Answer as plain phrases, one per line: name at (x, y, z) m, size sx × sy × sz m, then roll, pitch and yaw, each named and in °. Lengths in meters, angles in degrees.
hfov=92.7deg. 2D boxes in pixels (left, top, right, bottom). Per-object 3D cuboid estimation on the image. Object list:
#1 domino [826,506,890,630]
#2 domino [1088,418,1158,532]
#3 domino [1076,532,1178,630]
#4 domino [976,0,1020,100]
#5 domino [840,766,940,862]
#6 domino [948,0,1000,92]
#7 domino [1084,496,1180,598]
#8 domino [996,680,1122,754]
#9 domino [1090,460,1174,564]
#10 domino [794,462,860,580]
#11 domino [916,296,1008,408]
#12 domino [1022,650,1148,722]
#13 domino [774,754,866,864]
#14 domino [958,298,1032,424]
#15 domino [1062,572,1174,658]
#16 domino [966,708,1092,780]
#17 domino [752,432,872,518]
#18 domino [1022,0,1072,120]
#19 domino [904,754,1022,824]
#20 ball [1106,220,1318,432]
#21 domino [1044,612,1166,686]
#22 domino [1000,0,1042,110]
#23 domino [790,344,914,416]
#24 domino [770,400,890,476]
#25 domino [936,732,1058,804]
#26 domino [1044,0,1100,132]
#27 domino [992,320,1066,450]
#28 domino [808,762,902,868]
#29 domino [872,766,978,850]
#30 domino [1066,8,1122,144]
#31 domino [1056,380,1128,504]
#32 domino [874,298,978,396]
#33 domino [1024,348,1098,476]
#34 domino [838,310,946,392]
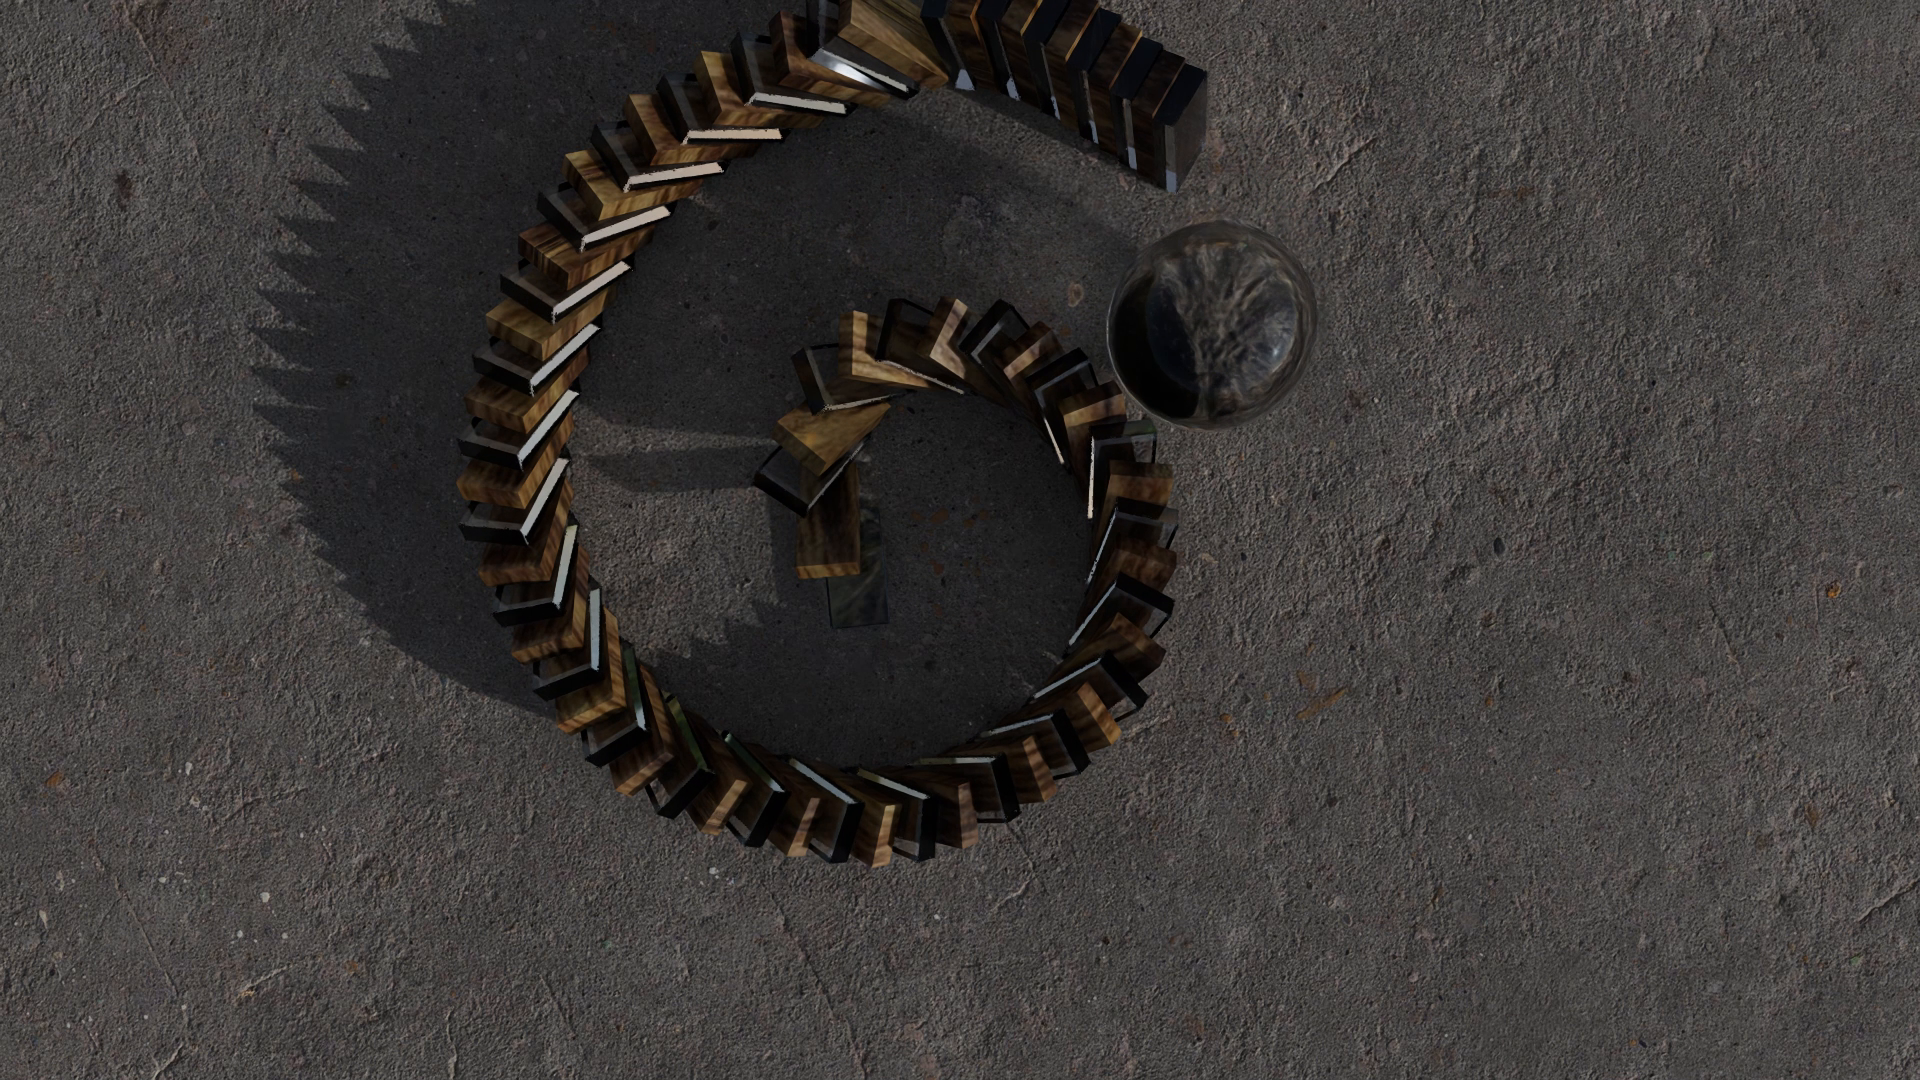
domino at (-0.045, 0.012, 0.395) m, size 0.025 × 0.010 × 0.050 m, roll -6°, pitch 90°, yaw 0°
domino at (0.066, -0.026, 0.379) m, size 0.025 × 0.009 × 0.050 m, roll -7°, pitch 134°, yaw -1°
domino at (0.068, 0.021, 0.380) m, size 0.025 × 0.009 × 0.050 m, roll 19°, pitch 133°, yaw 0°
domino at (0.022, -0.207, 0.375) m, size 0.009 × 0.050 × 0.025 m, roll 31°, pitch 90°, yaw 16°
domino at (-0.031, 0.113, 0.380) m, size 0.050 × 0.010 × 0.025 m, roll 6°, pitch 91°, yaw 42°
domino at (0.011, -0.210, 0.375) m, size 0.009 × 0.050 × 0.025 m, roll 23°, pitch 90°, yaw 16°
domino at (0.070, 0.006, 0.379) m, size 0.025 × 0.010 × 0.050 m, roll 13°, pitch 133°, yaw 0°
domino at (0.040, 0.078, 0.380) m, size 0.050 × 0.009 × 0.025 m, roll -33°, pitch 90°, yaw 42°
domino at (0.070, -0.010, 0.379) m, size 0.025 × 0.009 × 0.050 m, roll 4°, pitch 133°, yaw -1°
domino at (-0.055, -0.009, 0.382) m, size 0.025 × 0.010 × 0.050 m, roll -5°, pitch 57°, yaw 0°
domino at (0.006, -0.077, 0.379) m, size 0.050 × 0.010 × 0.025 m, roll 25°, pitch 90°, yaw -45°
domino at (0.051, 0.067, 0.380) m, size 0.025 × 0.009 × 0.050 m, roll 49°, pitch 133°, yaw 0°
domino at (-0.062, 0.110, 0.380) m, size 0.050 × 0.010 × 0.025 m, roll 18°, pitch 91°, yaw 41°
domino at (0.023, -0.073, 0.379) m, size 0.025 × 0.009 × 0.050 m, roll -50°, pitch 135°, yaw 0°
domino at (0.065, 0.037, 0.380) m, size 0.025 × 0.009 × 0.050 m, roll 28°, pitch 133°, yaw 0°
domino at (0.028, 0.088, 0.380) m, size 0.050 × 0.009 × 0.025 m, roll -27°, pitch 90°, yaw 42°
domino at (-0.061, -0.034, 0.381) m, size 0.025 × 0.009 × 0.050 m, roll 34°, pitch 51°, yaw 0°
domino at (0.040, -0.199, 0.375) m, size 0.009 × 0.050 × 0.025 m, roll 31°, pitch 90°, yaw 16°
domino at (0.000, 0.103, 0.380) m, size 0.050 × 0.010 × 0.025 m, roll -15°, pitch 90°, yaw 42°
ball at (0.098, -0.083, 0.360) m, size 0.080 × 0.080 × 0.080 m, roll 0°, pitch 90°, yaw 0°
domino at (0.059, 0.053, 0.379) m, size 0.025 × 0.010 × 0.050 m, roll 39°, pitch 133°, yaw 0°
domino at (0.031, -0.203, 0.375) m, size 0.009 × 0.050 × 0.025 m, roll 31°, pitch 90°, yaw 16°
domino at (-0.043, -0.069, 0.379) m, size 0.010 × 0.050 × 0.025 m, roll -20°, pitch 90°, yaw 45°
domino at (-0.053, -0.049, 0.379) m, size 0.025 × 0.050 × 0.009 m, roll 40°, pitch 135°, yaw 0°
domino at (0.014, 0.097, 0.380) m, size 0.050 × 0.010 × 0.025 m, roll -21°, pitch 90°, yaw 42°
domino at (0.049, -0.193, 0.375) m, size 0.010 × 0.050 × 0.025 m, roll 31°, pitch 90°, yaw 16°
domino at (0.036, -0.063, 0.379) m, size 0.025 × 0.010 × 0.050 m, roll -40°, pitch 134°, yaw 0°
domino at (-0.047, 0.113, 0.380) m, size 0.050 × 0.010 × 0.025 m, roll 14°, pitch 91°, yaw 42°
domino at (-0.015, 0.110, 0.380) m, size 0.050 × 0.010 × 0.025 m, roll -4°, pitch 91°, yaw 42°
domino at (0.057, -0.188, 0.375) m, size 0.010 × 0.050 × 0.025 m, roll 30°, pitch 90°, yaw 16°
domino at (0.057, -0.040, 0.379) m, size 0.025 × 0.010 × 0.050 m, roll -21°, pitch 135°, yaw 0°
domino at (-0.010, -0.079, 0.379) m, size 0.050 × 0.010 × 0.025 m, roll 14°, pitch 90°, yaw -43°
domino at (0.047, -0.052, 0.379) m, size 0.025 × 0.010 × 0.050 m, roll -31°, pitch 134°, yaw 0°
domino at (-0.027, -0.077, 0.379) m, size 0.050 × 0.010 × 0.025 m, roll 1°, pitch 90°, yaw -43°
